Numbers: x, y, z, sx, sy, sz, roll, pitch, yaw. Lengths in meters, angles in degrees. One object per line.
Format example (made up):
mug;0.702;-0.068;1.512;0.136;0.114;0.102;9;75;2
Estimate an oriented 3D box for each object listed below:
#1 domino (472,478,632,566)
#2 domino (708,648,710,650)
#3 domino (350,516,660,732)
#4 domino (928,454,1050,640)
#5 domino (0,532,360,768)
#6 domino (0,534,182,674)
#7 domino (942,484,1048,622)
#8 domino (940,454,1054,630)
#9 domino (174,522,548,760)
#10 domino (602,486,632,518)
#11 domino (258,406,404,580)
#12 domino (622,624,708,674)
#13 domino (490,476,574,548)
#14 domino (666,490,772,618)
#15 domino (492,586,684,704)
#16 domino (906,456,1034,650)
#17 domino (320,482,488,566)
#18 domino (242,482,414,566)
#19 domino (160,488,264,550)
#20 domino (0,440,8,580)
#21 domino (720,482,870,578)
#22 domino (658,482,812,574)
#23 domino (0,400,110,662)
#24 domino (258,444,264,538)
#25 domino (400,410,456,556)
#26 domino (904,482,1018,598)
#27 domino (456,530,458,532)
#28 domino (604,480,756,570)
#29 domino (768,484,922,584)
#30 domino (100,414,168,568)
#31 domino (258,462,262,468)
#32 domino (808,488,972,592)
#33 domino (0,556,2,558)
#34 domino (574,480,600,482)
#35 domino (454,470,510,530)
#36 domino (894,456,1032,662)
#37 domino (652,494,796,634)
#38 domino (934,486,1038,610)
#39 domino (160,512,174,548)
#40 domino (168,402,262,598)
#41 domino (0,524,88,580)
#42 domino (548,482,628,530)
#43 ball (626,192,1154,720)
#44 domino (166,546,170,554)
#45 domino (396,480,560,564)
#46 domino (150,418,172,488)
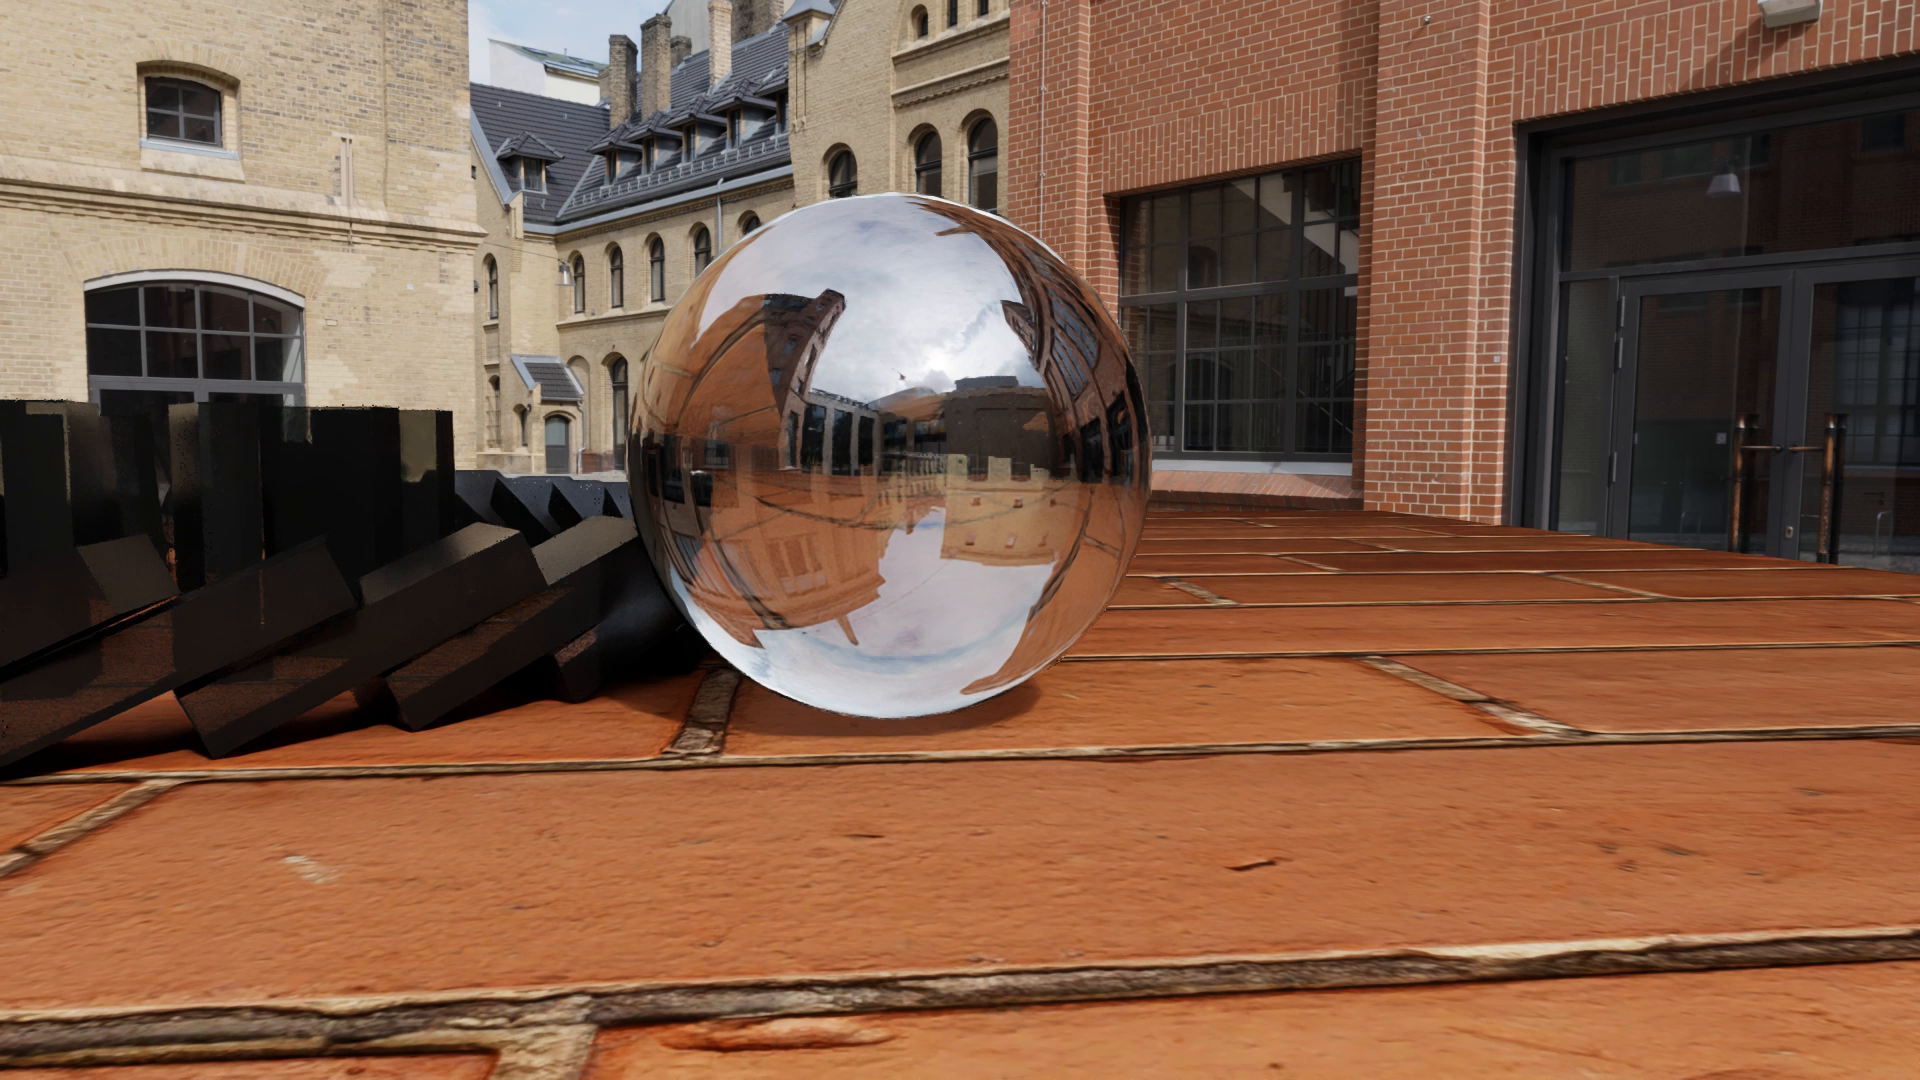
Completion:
domino;-0.148;-0.007;0.465;0.050;0.009;0.025;26;9;10
domino;-0.054;0.007;0.284;0.025;0.009;0.050;1;29;7
domino;-0.074;0.012;0.211;0.050;0.010;0.025;-34;25;-35
domino;0.008;0.001;0.294;0.025;0.010;0.050;0;45;5
domino;-0.110;0.015;0.178;0.050;0.010;0.025;-28;15;-20
domino;-0.132;0.015;0.165;0.050;0.009;0.025;-27;11;-12
domino;0.010;0.002;0.327;0.025;0.009;0.050;0;32;4
domino;0.010;-0.001;0.309;0.025;0.010;0.050;0;45;4
domino;-0.091;0.013;0.194;0.050;0.009;0.025;-31;21;-29
domino;-0.079;0.001;0.353;0.025;0.009;0.050;-3;31;-31
domino;-0.130;-0.002;0.265;0.025;0.050;0.009;1;4;10
domino;-0.056;0.008;0.259;0.025;0.009;0.050;1;29;17
domino;-0.116;-0.002;0.384;0.050;0.009;0.025;38;26;32
domino;-0.062;0.003;0.333;0.025;0.009;0.050;0;30;-10
domino;-0.060;0.010;0.233;0.025;0.009;0.050;4;31;37
domino;0.003;0.002;0.280;0.025;0.009;0.050;0;45;5
domino;-0.198;-0.006;0.459;0.050;0.010;0.025;24;1;-7
domino;-0.222;-0.006;0.452;0.050;0.010;0.025;24;-1;-13
domino;-0.245;-0.005;0.444;0.050;0.009;0.025;24;-3;-17
domino;-0.245;-0.008;0.338;0.025;0.050;0.009;2;5;27
domino;-0.056;-0.004;0.428;0.025;0.010;0.050;-4;30;-45
domino;-0.077;-0.005;0.442;0.050;0.009;0.025;31;21;31
domino;-0.162;0.000;0.231;0.009;0.050;0.025;-2;5;-23
domino;-0.205;-0.010;0.382;0.009;0.050;0.025;-33;12;-12
domino;-0.128;-0.004;0.290;0.025;0.050;0.009;0;4;1
domino;-0.001;-0.001;0.373;0.025;0.010;0.050;1;30;-10
domino;-0.163;-0.006;0.390;0.050;0.010;0.025;36;2;-3
domino;-0.099;-0.006;0.453;0.050;0.010;0.025;30;18;27
domino;-0.038;-0.003;0.412;0.025;0.010;0.050;-3;29;-40
domino;-0.233;-0.010;0.358;0.025;0.050;0.009;4;10;41
domino;-0.185;-0.008;0.389;0.009;0.050;0.025;-43;5;1
domino;-0.022;-0.001;0.392;0.025;0.010;0.050;-4;29;-40
domino;-0.311;0.000;0.370;0.025;0.010;0.050;3;-19;32
domino;-0.122;-0.007;0.462;0.050;0.010;0.025;28;15;21
domino;-0.139;-0.004;0.394;0.050;0.010;0.025;37;20;22
domino;0.002;0.003;0.266;0.025;0.009;0.050;0;45;5
domino;-0.055;0.005;0.309;0.025;0.010;0.050;0;29;1
domino;0.006;0.001;0.350;0.025;0.010;0.050;0;30;-3
domino;-0.266;-0.004;0.430;0.050;0.009;0.025;25;-8;-27
domino;-0.142;-0.001;0.245;0.009;0.050;0.025;-4;6;-42
domino;-0.299;-0.001;0.391;0.025;0.010;0.050;3;-19;39
domino;-0.097;-0.001;0.370;0.025;0.009;0.050;-4;33;-41
ball;-0.010;-0.012;0.199;0.080;0.080;0.080;0;4;0
domino;-0.285;-0.003;0.414;0.050;0.010;0.025;27;-12;-33
domino;-0.173;-0.007;0.463;0.050;0.010;0.025;24;4;-1
domino;-0.221;-0.011;0.372;0.010;0.050;0.025;-23;14;-27
